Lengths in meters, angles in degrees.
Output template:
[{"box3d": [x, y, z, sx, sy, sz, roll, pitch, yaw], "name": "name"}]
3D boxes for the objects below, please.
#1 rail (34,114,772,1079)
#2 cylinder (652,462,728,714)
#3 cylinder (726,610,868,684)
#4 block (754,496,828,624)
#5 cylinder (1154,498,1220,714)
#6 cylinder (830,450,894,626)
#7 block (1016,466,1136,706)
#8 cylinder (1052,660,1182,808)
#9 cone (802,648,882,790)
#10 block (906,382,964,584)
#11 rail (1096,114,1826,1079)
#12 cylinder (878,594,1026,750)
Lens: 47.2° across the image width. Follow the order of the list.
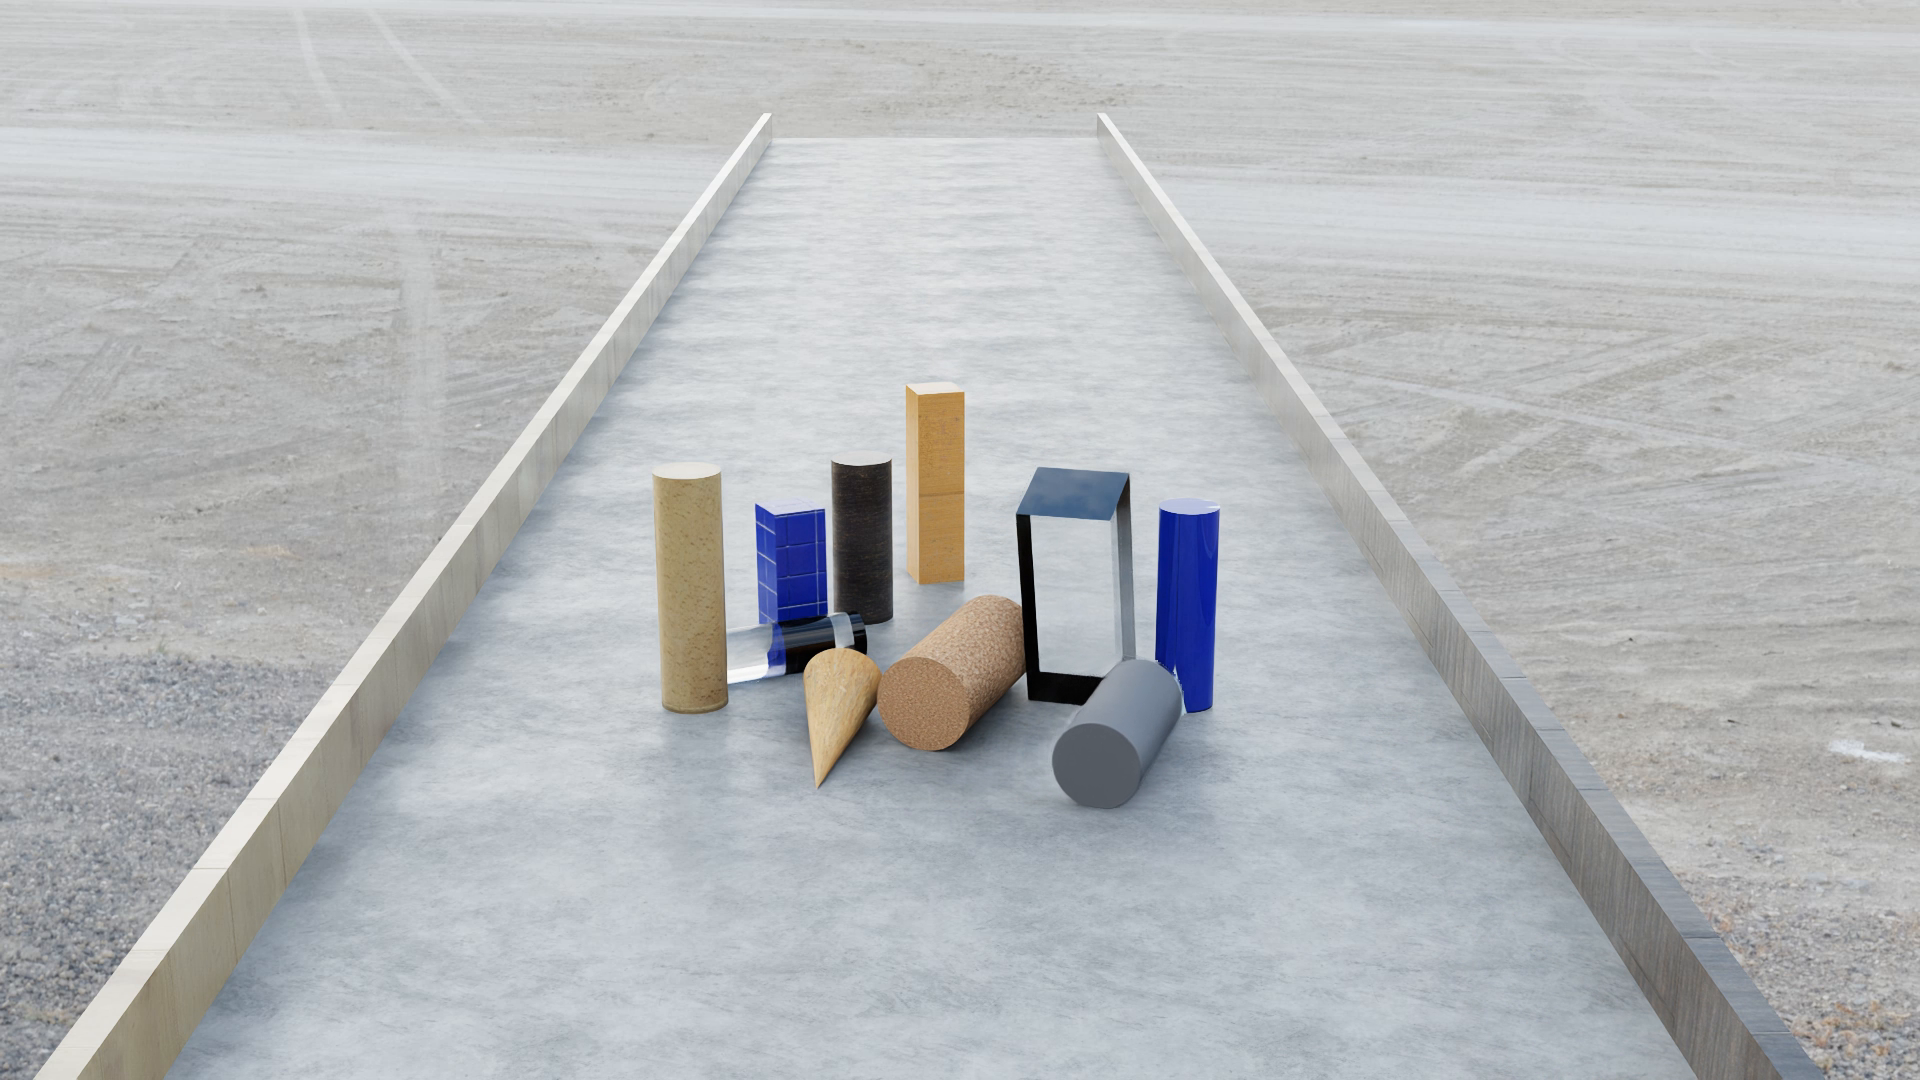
[{"box3d": [-1.118, -0.838, 7.780, 0.050, 0.150, 12.000, 0, 17, -1], "name": "rail"}, {"box3d": [-0.504, 0.090, 4.122, 0.126, 0.457, 0.126, 0, 17, 0], "name": "cylinder"}, {"box3d": [-0.343, 0.212, 4.328, 0.304, 0.107, 0.107, -8, 18, -25], "name": "cylinder"}, {"box3d": [-0.337, 0.079, 4.418, 0.108, 0.307, 0.108, -8, 17, -25], "name": "block"}, {"box3d": [0.425, 0.123, 4.130, 0.113, 0.389, 0.113, 0, 17, 0], "name": "cylinder"}, {"box3d": [-0.206, -0.005, 4.635, 0.127, 0.347, 0.127, 0, 17, 0], "name": "cylinder"}, {"box3d": [0.222, 0.091, 4.140, 0.175, 0.414, 0.175, 5, 32, 15], "name": "block"}, {"box3d": [0.278, 0.334, 3.837, 0.154, 0.154, 0.332, 5, 17, 17], "name": "cylinder"}, {"box3d": [-0.232, 0.347, 3.929, 0.151, 0.151, 0.340, 2, 29, 5], "name": "cone"}, {"box3d": [-0.055, -0.127, 4.895, 0.106, 0.432, 0.106, -5, 17, -15], "name": "block"}, {"box3d": [0.932, -0.844, 7.801, 0.050, 0.150, 12.000, 0, 17, -1], "name": "rail"}, {"box3d": [0.001, 0.242, 4.102, 0.178, 0.178, 0.384, 6, 18, 20], "name": "cylinder"}]
